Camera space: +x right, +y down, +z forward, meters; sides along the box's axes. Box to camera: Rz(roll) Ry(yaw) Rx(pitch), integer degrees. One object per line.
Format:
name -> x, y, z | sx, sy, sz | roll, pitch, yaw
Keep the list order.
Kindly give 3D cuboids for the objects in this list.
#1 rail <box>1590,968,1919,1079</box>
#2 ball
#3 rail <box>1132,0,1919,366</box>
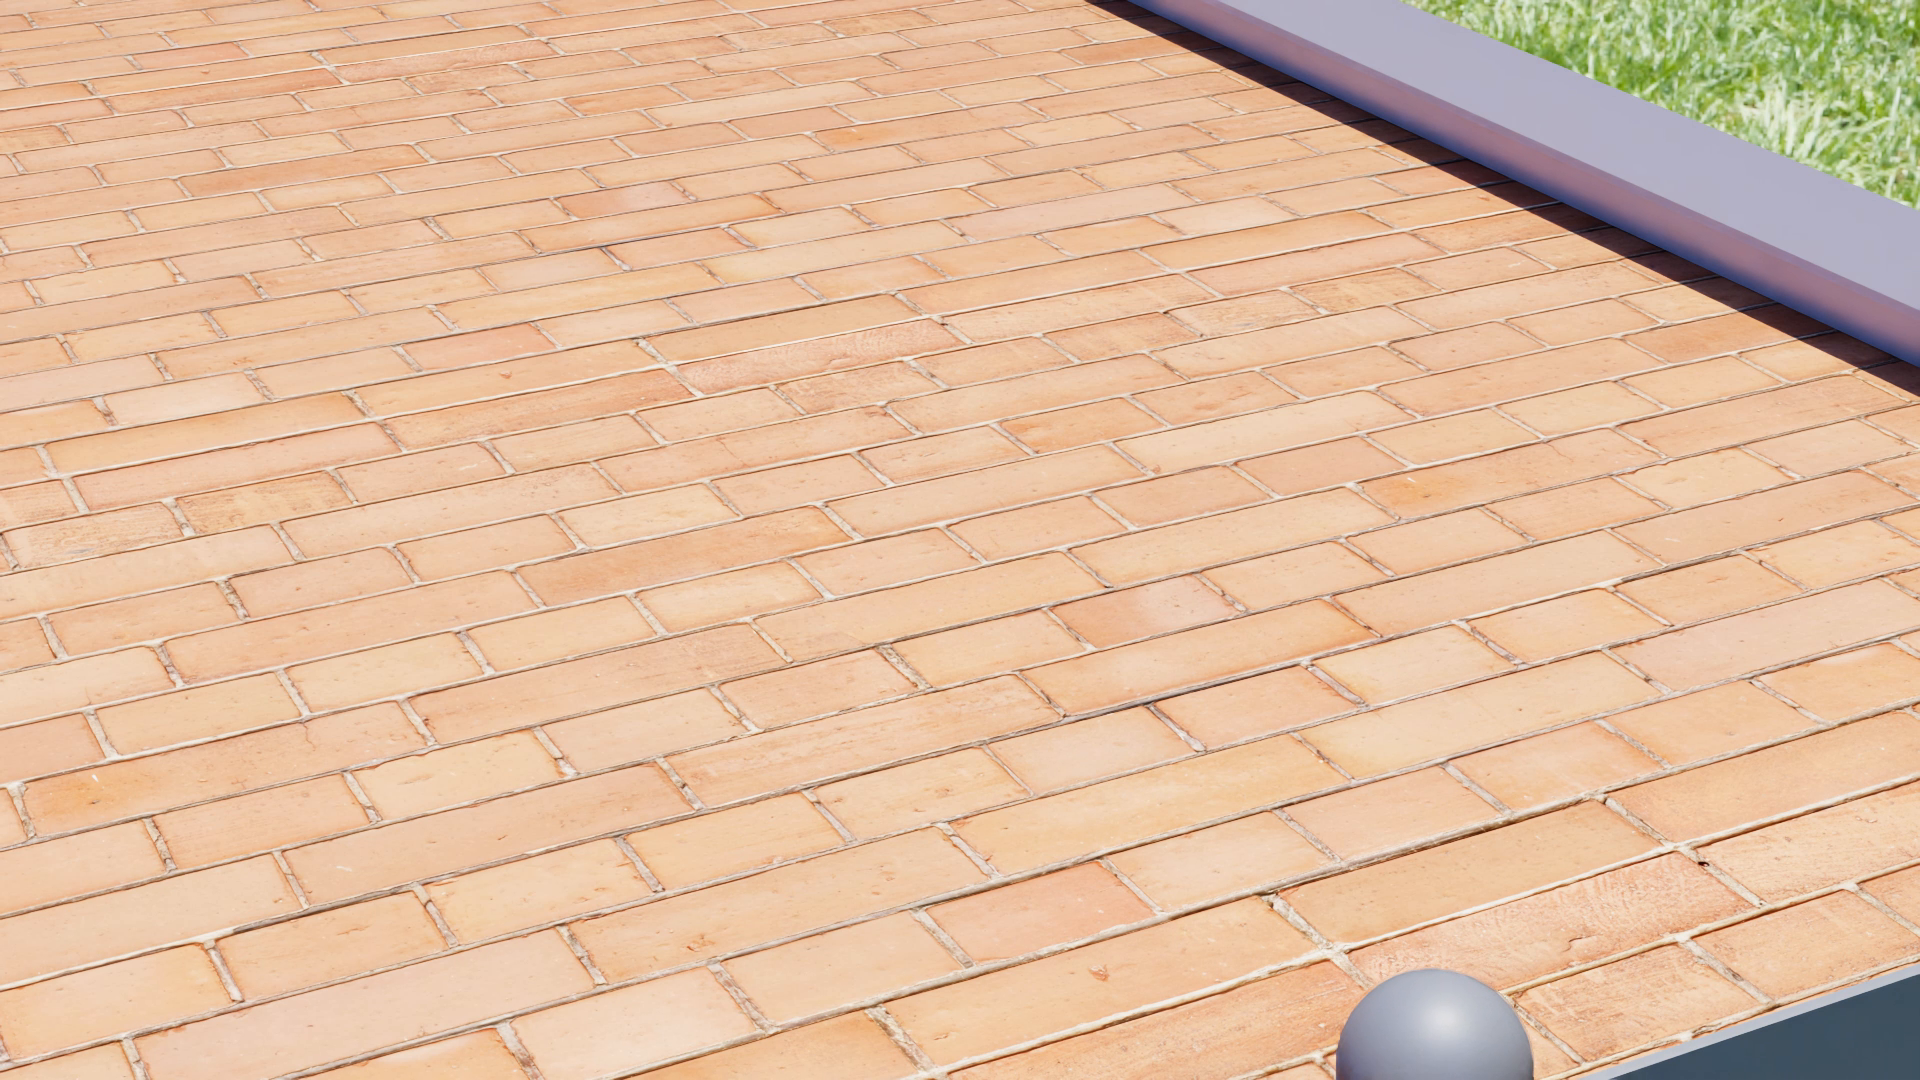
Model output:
rail -> 0.366, 0.275, 1.427 | 1.808, 0.128, 0.045 | -12, 28, -24
ball -> 0.239, 0.266, 1.484 | 0.099, 0.099, 0.099 | 0, 25, 0
rail -> 0.406, -0.516, 3.099 | 0.045, 0.128, 3.303 | -12, 28, -24
